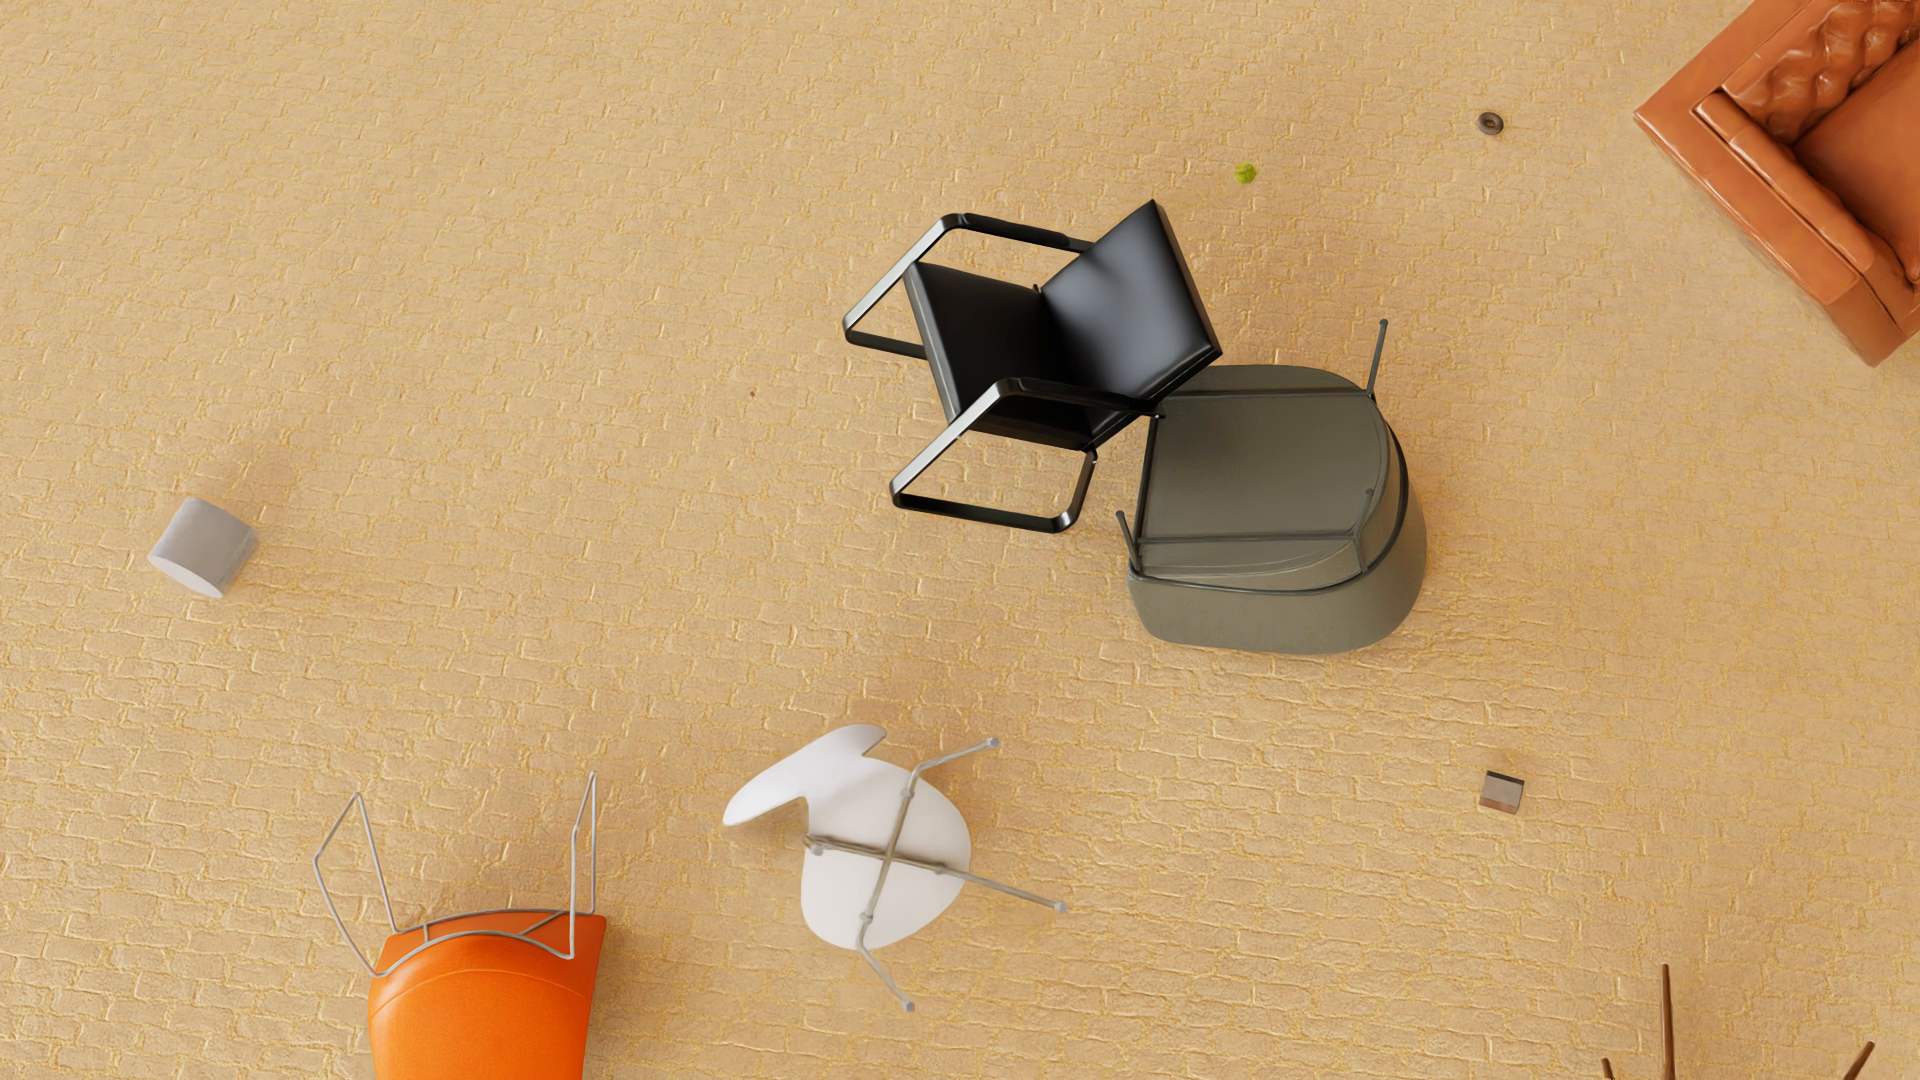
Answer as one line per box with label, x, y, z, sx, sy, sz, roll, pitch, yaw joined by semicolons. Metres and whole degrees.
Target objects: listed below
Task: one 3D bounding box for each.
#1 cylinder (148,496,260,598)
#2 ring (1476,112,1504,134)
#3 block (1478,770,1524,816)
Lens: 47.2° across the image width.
cylinder;-2.223;0.021;6.470;0.239;0.112;0.220;31;57;-13
ring;1.812;-1.423;7.514;0.091;0.025;0.102;-2;55;-2
block;1.496;0.698;6.076;0.104;0.049;0.086;16;58;10
